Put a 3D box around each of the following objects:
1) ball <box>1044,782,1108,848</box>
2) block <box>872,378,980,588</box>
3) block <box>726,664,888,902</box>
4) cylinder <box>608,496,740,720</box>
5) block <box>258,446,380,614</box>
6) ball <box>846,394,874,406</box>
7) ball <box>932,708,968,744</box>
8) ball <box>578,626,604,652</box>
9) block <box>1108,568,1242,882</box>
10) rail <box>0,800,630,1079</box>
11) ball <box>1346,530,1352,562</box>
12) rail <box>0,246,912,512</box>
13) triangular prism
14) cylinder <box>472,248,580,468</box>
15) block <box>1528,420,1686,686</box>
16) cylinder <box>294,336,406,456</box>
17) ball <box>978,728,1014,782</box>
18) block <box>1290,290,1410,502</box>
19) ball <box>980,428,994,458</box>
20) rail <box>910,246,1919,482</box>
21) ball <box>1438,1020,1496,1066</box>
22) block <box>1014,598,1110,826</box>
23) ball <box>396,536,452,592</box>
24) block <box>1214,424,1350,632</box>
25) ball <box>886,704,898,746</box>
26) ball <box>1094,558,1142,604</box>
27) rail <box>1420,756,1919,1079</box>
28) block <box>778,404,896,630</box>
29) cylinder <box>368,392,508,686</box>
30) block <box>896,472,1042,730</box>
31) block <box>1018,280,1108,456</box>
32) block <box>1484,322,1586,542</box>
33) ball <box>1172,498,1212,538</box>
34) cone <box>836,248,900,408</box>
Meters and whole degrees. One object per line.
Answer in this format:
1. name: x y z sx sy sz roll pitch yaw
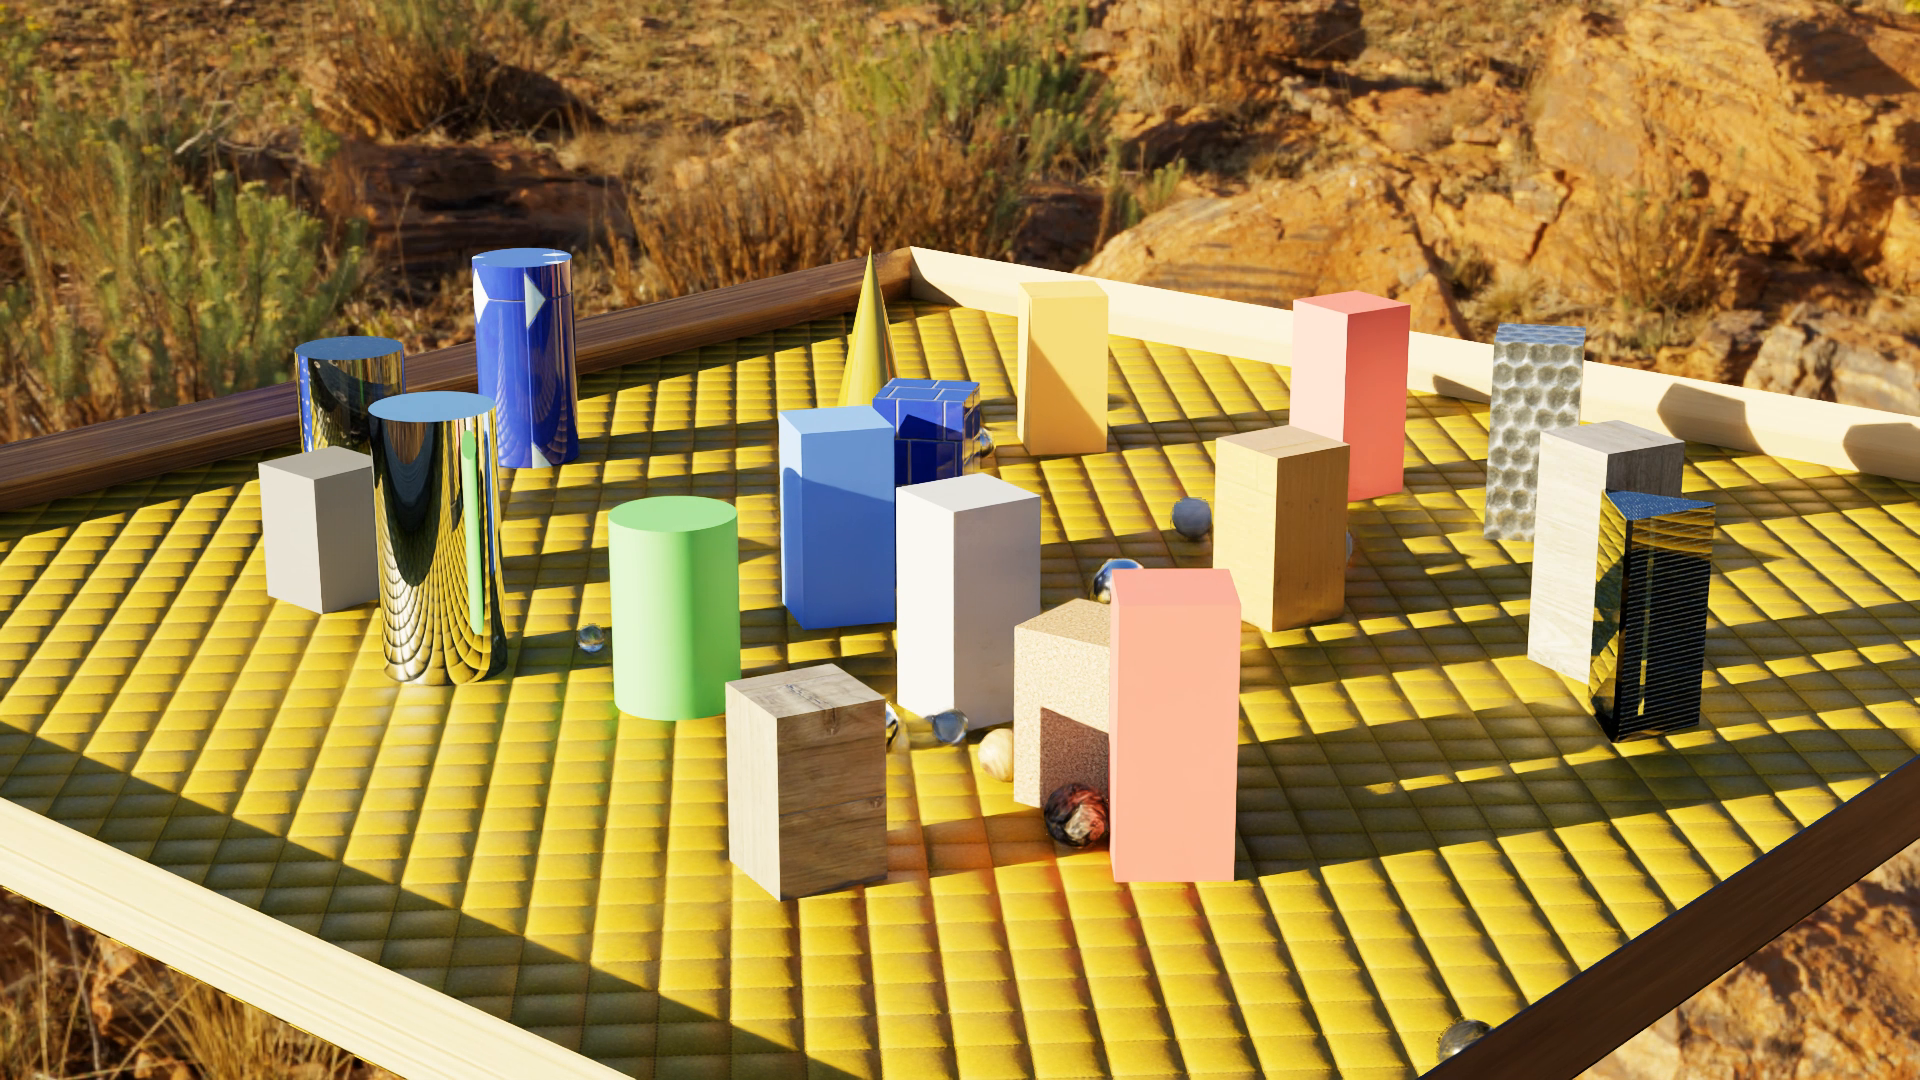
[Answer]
1. ball: 0.160 0.379 4.043 0.088 0.088 0.088 0 17 0
2. block: -0.058 -0.098 5.189 0.160 0.342 0.160 3 17 11
3. block: -0.206 0.323 3.937 0.160 0.258 0.160 -9 19 -27
4. cylinder: -0.444 0.105 4.581 0.200 0.304 0.200 0 17 0
5. block: -1.099 -0.020 5.105 0.160 0.240 0.160 15 22 40
6. ball: -0.199 -0.255 6.133 0.098 0.098 0.098 0 17 0
7. ball: -0.014 0.281 4.431 0.053 0.053 0.053 0 17 0
8. ball: -0.608 0.163 4.838 0.044 0.044 0.044 0 17 0
9. block: 0.286 0.249 3.954 0.160 0.390 0.160 0 17 -1
10. rail: -1.167 0.420 3.833 3.468 0.130 0.045 14 22 39
11. ball: 0.652 0.011 5.246 0.100 0.100 0.100 0 17 0
12. rail: -1.292 -0.291 6.193 0.045 0.130 3.606 14 22 39
13. triangular prism: 1.025 0.108 4.486 0.173 0.352 0.150 -10 19 -29
14. cylinder: -0.883 -0.371 5.971 0.200 0.414 0.200 0 17 0
15. block: 1.040 0.019 4.726 0.160 0.384 0.160 -9 19 -28
16. cylinder: -1.140 -0.197 5.521 0.200 0.339 0.200 0 17 0
17. ball: 0.066 0.313 4.280 0.078 0.078 0.078 0 17 0
18. block: 0.760 -0.282 5.740 0.160 0.375 0.160 -11 20 -32
19. ball: 0.040 -0.200 6.012 0.061 0.061 0.061 0 17 0
20. rail: 1.167 -0.355 6.406 3.468 0.130 0.045 14 22 39
21. ball: 0.587 0.590 3.359 0.080 0.080 0.080 0 17 0
22. block: 0.189 0.243 4.191 0.160 0.264 0.160 12 20 34
23. ball: -0.940 0.043 5.146 0.097 0.097 0.097 0 17 0
24. block: 0.546 -0.021 5.000 0.160 0.304 0.160 -11 20 -32
25. ball: -0.131 0.277 4.405 0.076 0.076 0.076 0 17 0
26. ball: 0.277 0.080 5.023 0.097 0.097 0.097 0 17 0
27. rail: 1.292 0.356 4.046 0.045 0.130 3.606 14 22 39
28. block: -0.210 -0.040 4.997 0.160 0.342 0.160 -5 17 -16
29. cylinder: -0.837 -0.004 4.713 0.200 0.435 0.200 0 17 0
30. block: 0.013 0.095 4.527 0.160 0.353 0.160 -11 20 -32
31. block: 0.212 -0.358 6.076 0.160 0.329 0.160 -2 17 -8
32. block: 1.072 -0.199 5.465 0.160 0.377 0.160 4 17 13
33. ball: 0.433 -0.041 5.463 0.075 0.075 0.075 0 17 0
34. cone: -0.177 -0.363 5.870 0.200 0.457 0.200 0 17 0
